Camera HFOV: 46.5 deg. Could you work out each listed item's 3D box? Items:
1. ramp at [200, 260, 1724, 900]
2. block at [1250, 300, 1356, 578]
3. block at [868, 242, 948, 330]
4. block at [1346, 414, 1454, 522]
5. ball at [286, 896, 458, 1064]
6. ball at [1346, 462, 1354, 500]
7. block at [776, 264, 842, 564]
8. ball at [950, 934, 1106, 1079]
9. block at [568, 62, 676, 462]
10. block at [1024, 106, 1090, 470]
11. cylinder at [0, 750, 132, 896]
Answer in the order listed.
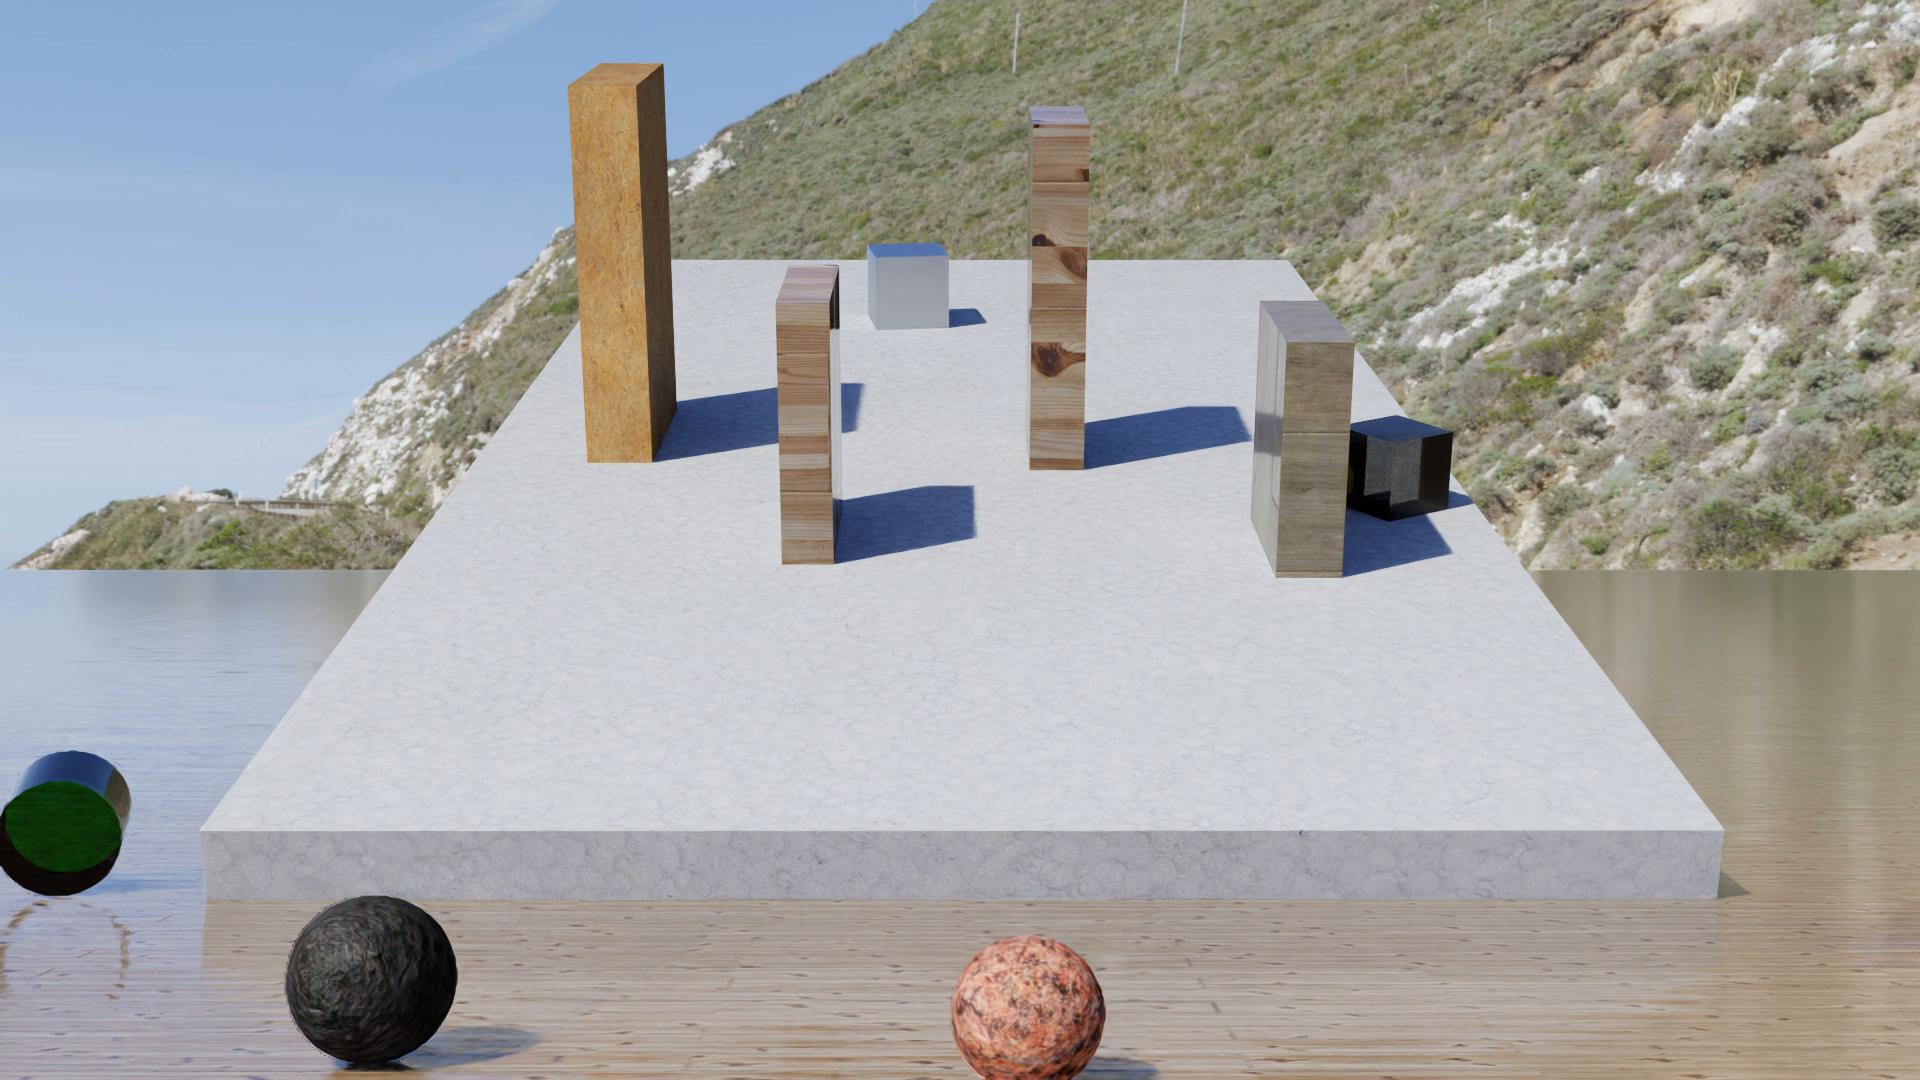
[{"bbox_3d":[-0.003,-0.184,4.847,2.000,0.100,4.000,0,18,0],"label":"ramp"},{"bbox_3d":[0.609,-0.187,4.006,0.116,0.421,0.344,0,18,0],"label":"block"},{"bbox_3d":[-0.137,-0.668,5.877,0.191,0.191,0.191,-3,18,-8],"label":"block"},{"bbox_3d":[0.833,-0.140,4.298,0.153,0.153,0.153,-11,21,-31],"label":"block"},{"bbox_3d":[-0.524,0.392,1.994,0.148,0.148,0.148,0,-1,0],"label":"ball"},{"bbox_3d":[0.691,-0.114,4.269,0.122,0.122,0.122,0,-1,0],"label":"ball"},{"bbox_3d":[-0.271,-0.234,4.064,0.092,0.474,0.343,0,18,0],"label":"block"},{"bbox_3d":[0.057,0.399,1.887,0.130,0.130,0.130,0,-1,0],"label":"ball"},{"bbox_3d":[-0.701,-0.590,4.693,0.134,0.766,0.438,0,18,0],"label":"block"},{"bbox_3d":[0.197,-0.520,4.588,0.110,0.699,0.296,0,18,0],"label":"block"},{"bbox_3d":[-1.219,0.384,3.043,0.158,0.158,0.158,0,10,-16],"label":"cylinder"}]
